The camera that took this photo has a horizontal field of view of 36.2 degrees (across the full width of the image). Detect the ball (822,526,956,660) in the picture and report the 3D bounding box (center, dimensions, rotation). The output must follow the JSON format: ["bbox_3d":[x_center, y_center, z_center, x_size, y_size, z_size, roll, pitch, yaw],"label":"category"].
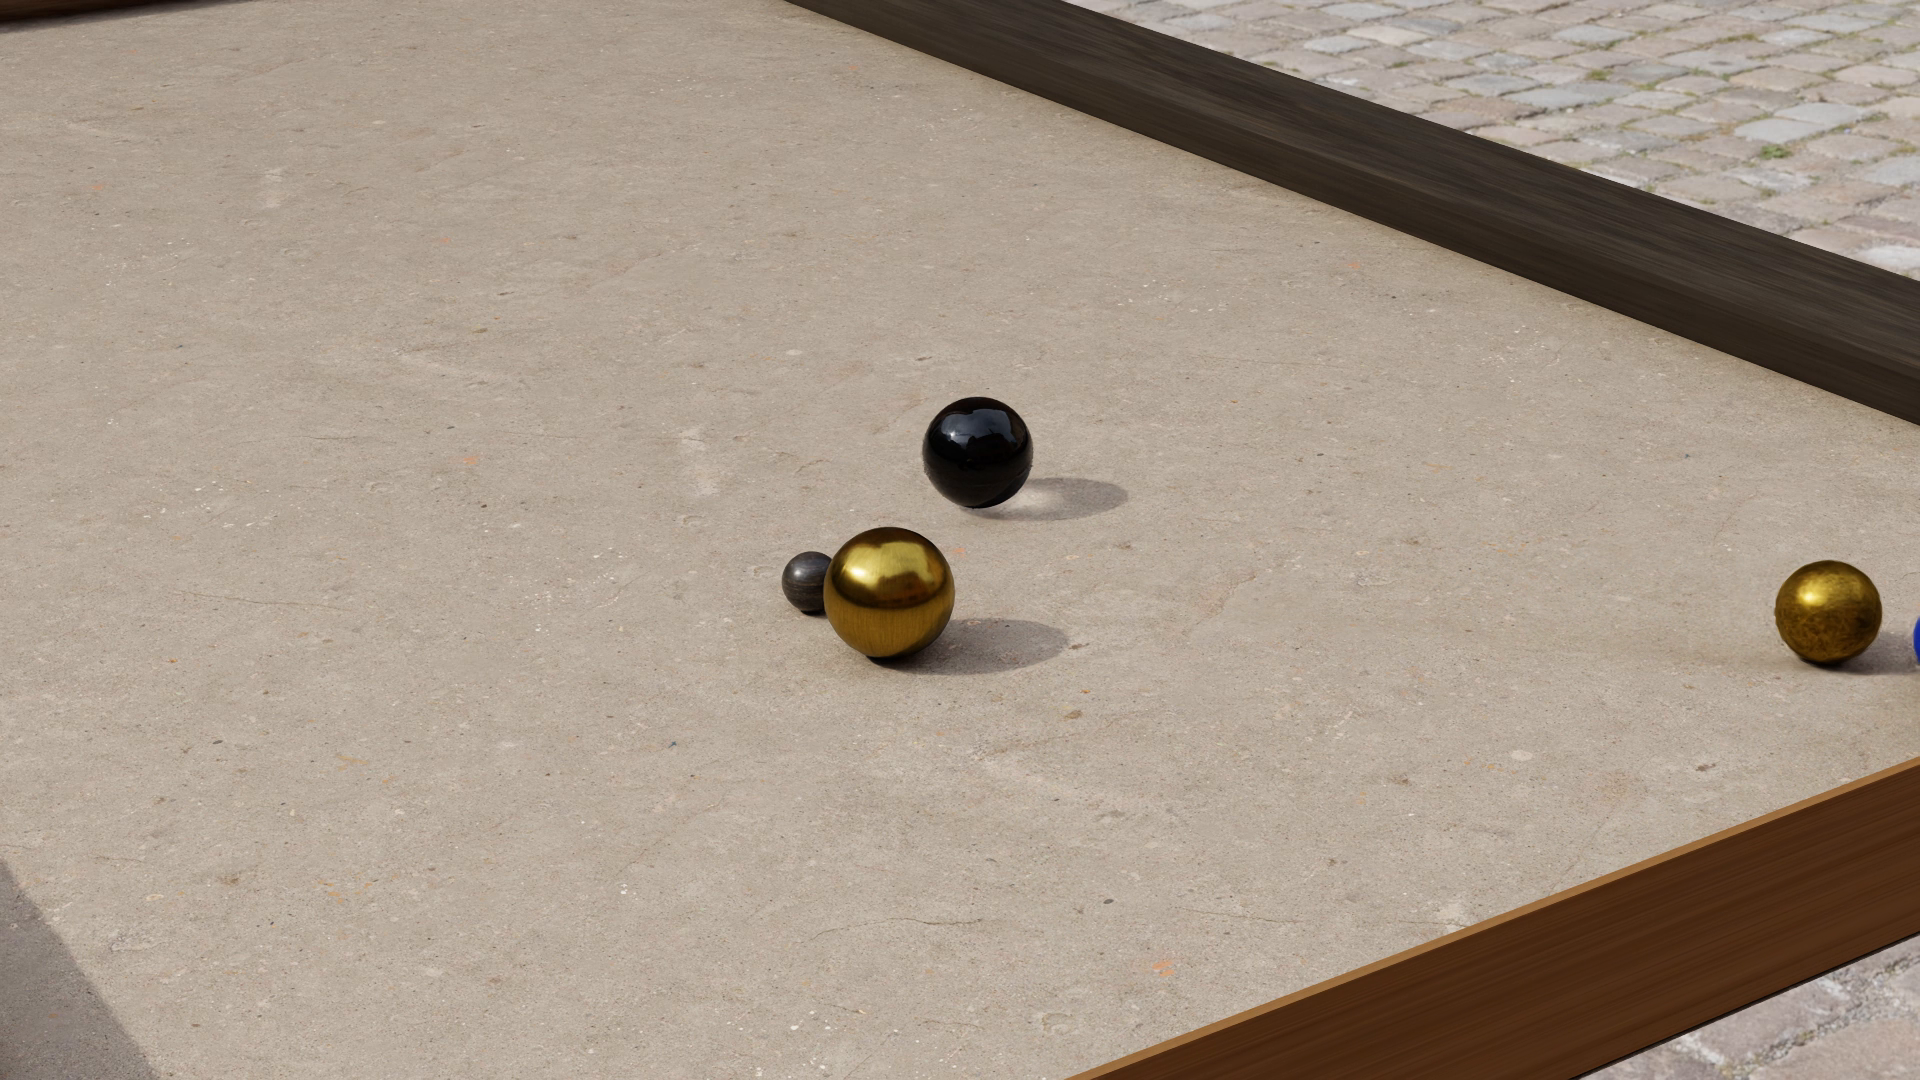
[{"bbox_3d":[-0.053,0.039,2.179,0.098,0.098,0.098,0,23,0],"label":"ball"}]

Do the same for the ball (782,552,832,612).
[{"bbox_3d":[-0.114,0.032,2.261,0.047,0.047,0.047,0,23,0],"label":"ball"}]

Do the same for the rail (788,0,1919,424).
[{"bbox_3d":[0.317,-0.473,3.333,0.045,0.128,3.096,-15,27,-30],"label":"rail"}]

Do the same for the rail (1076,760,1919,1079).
[{"bbox_3d":[0.412,0.222,1.713,1.823,0.128,0.045,-15,27,-30],"label":"rail"}]

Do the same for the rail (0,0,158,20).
[{"bbox_3d":[-1.262,-0.782,4.055,1.823,0.128,0.045,-15,27,-30],"label":"rail"}]

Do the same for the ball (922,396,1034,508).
[{"bbox_3d":[0.015,-0.073,2.447,0.093,0.093,0.093,0,23,0],"label":"ball"}]

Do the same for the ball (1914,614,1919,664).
[{"bbox_3d":[0.731,0.072,2.121,0.084,0.084,0.084,0,23,0],"label":"ball"}]

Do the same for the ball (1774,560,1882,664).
[{"bbox_3d":[0.642,0.053,2.174,0.077,0.077,0.077,0,23,0],"label":"ball"}]
